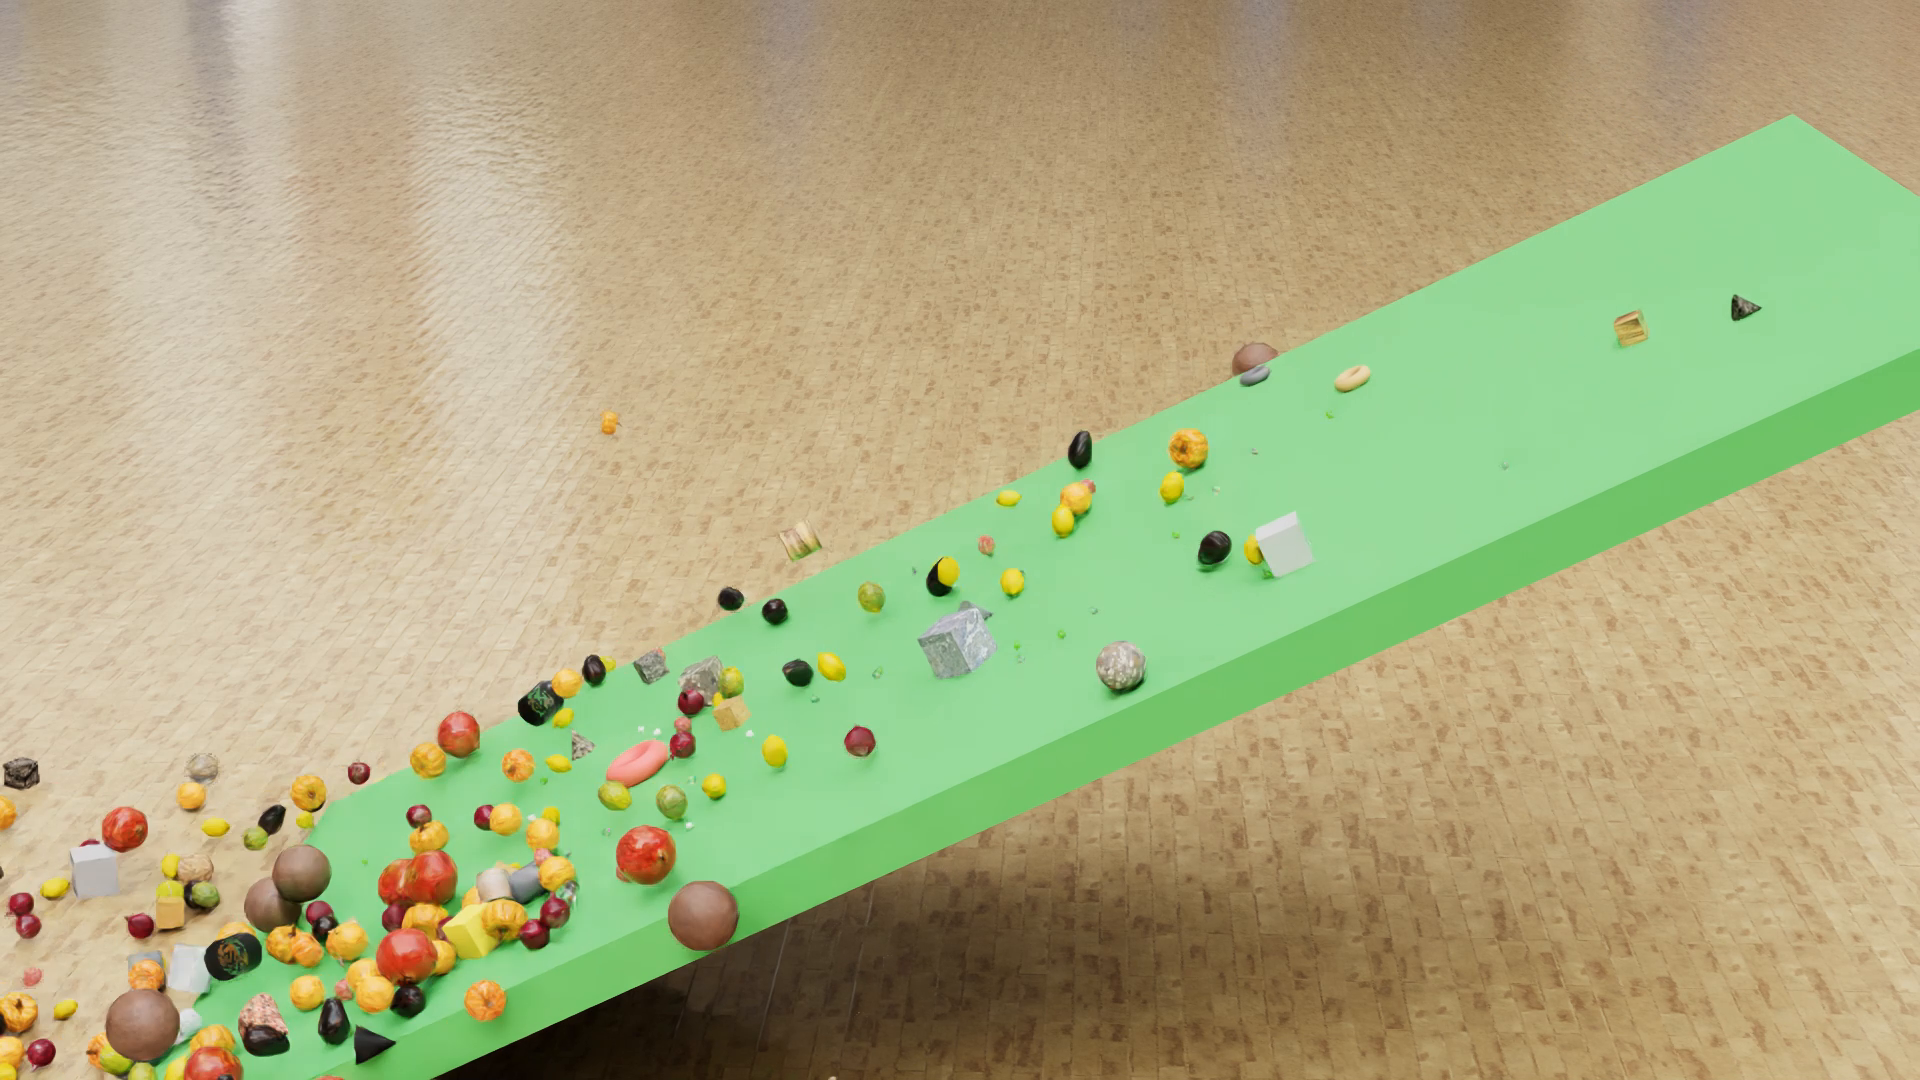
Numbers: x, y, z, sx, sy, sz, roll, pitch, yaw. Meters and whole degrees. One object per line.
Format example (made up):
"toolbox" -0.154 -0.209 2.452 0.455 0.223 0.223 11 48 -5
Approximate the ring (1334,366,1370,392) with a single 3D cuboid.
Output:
"ring" 0.871 -0.358 6.534 0.089 0.030 0.089 -28 16 9

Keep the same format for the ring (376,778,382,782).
"ring" -1.493 0.666 7.704 0.105 0.105 0.035 4 40 12

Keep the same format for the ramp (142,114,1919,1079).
"ramp" 0.139 0.168 6.281 4.000 0.100 2.000 -25 14 10

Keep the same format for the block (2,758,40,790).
"block" -2.531 0.630 7.930 0.064 0.064 0.064 8 18 26

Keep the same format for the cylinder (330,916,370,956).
"cylinder" -1.290 0.837 6.212 0.063 0.063 0.063 -31 25 -13

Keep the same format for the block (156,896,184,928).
"block" -1.888 0.890 7.029 0.060 0.060 0.060 1 6 -20

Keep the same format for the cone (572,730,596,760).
"cone" -0.884 0.463 6.805 0.065 0.065 0.065 -26 14 7

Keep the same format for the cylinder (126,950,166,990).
"cylinder" -1.849 0.978 6.682 0.078 0.078 0.078 -9 -3 0

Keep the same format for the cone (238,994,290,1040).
"cone" -1.381 0.975 5.913 0.099 0.099 0.099 18 24 33

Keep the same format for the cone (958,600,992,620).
"cone" 0.043 0.158 6.222 0.067 0.067 0.067 -4 16 -31

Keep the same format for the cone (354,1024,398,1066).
"cone" -1.092 0.945 5.516 0.076 0.076 0.076 -2 17 -5

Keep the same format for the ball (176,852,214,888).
"ball" -1.891 0.814 7.269 0.088 0.088 0.088 0 17 0

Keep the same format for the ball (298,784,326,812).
"ball" -1.667 0.665 7.559 0.071 0.071 0.071 0 17 0

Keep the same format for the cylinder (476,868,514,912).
"cylinder" -0.923 0.694 5.829 0.065 0.065 0.065 -6 59 -21

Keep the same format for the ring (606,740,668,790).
"ring" -0.702 0.488 6.396 0.150 0.050 0.150 -28 16 9

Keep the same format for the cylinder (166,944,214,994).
"cylinder" -1.679 0.936 6.430 0.092 0.092 0.092 10 -4 1

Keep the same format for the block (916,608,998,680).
"block" -0.005 0.211 5.973 0.098 0.098 0.098 -14 19 43

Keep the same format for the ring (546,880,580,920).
"ring" -0.775 0.702 5.741 0.029 0.087 0.087 37 10 -14

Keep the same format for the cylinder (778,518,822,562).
"cylinder" -0.378 0.002 6.972 0.079 0.079 0.079 -27 18 0

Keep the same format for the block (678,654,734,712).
"block" -0.578 0.326 6.683 0.084 0.084 0.084 -24 14 14

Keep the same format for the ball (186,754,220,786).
"ball" -2.040 0.619 7.926 0.086 0.086 0.086 0 17 0

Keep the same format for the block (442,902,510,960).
"block" -0.952 0.769 5.782 0.077 0.077 0.077 -14 19 44

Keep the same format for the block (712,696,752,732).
"block" -0.497 0.378 6.404 0.052 0.052 0.052 -19 16 32

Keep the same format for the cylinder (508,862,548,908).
"cylinder" -0.874 0.694 5.925 0.069 0.069 0.069 -30 24 -11

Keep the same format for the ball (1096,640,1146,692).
"ball" 0.293 0.229 5.347 0.092 0.092 0.092 0 17 0

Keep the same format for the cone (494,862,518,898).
"cone" -0.890 0.695 5.979 0.091 0.091 0.091 -4 16 11

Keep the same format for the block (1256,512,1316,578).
"block" 0.615 0.010 5.557 0.083 0.083 0.083 -25 14 11

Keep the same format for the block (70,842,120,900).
"block" -2.132 0.815 7.244 0.100 0.100 0.100 -7 18 -22

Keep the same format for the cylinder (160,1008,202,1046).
"cylinder" -1.632 1.020 6.167 0.060 0.060 0.060 8 16 26

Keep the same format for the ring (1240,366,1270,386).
"ring" 0.702 -0.389 6.986 0.078 0.026 0.078 -25 14 7

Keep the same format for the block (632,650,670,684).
"block" -0.748 0.309 7.129 0.058 0.058 0.058 -32 14 -20

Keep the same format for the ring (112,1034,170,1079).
"ring" -1.714 1.083 6.162 0.131 0.044 0.131 -25 15 7

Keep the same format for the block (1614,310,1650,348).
"block" 1.331 -0.419 5.828 0.051 0.051 0.051 -20 15 28
